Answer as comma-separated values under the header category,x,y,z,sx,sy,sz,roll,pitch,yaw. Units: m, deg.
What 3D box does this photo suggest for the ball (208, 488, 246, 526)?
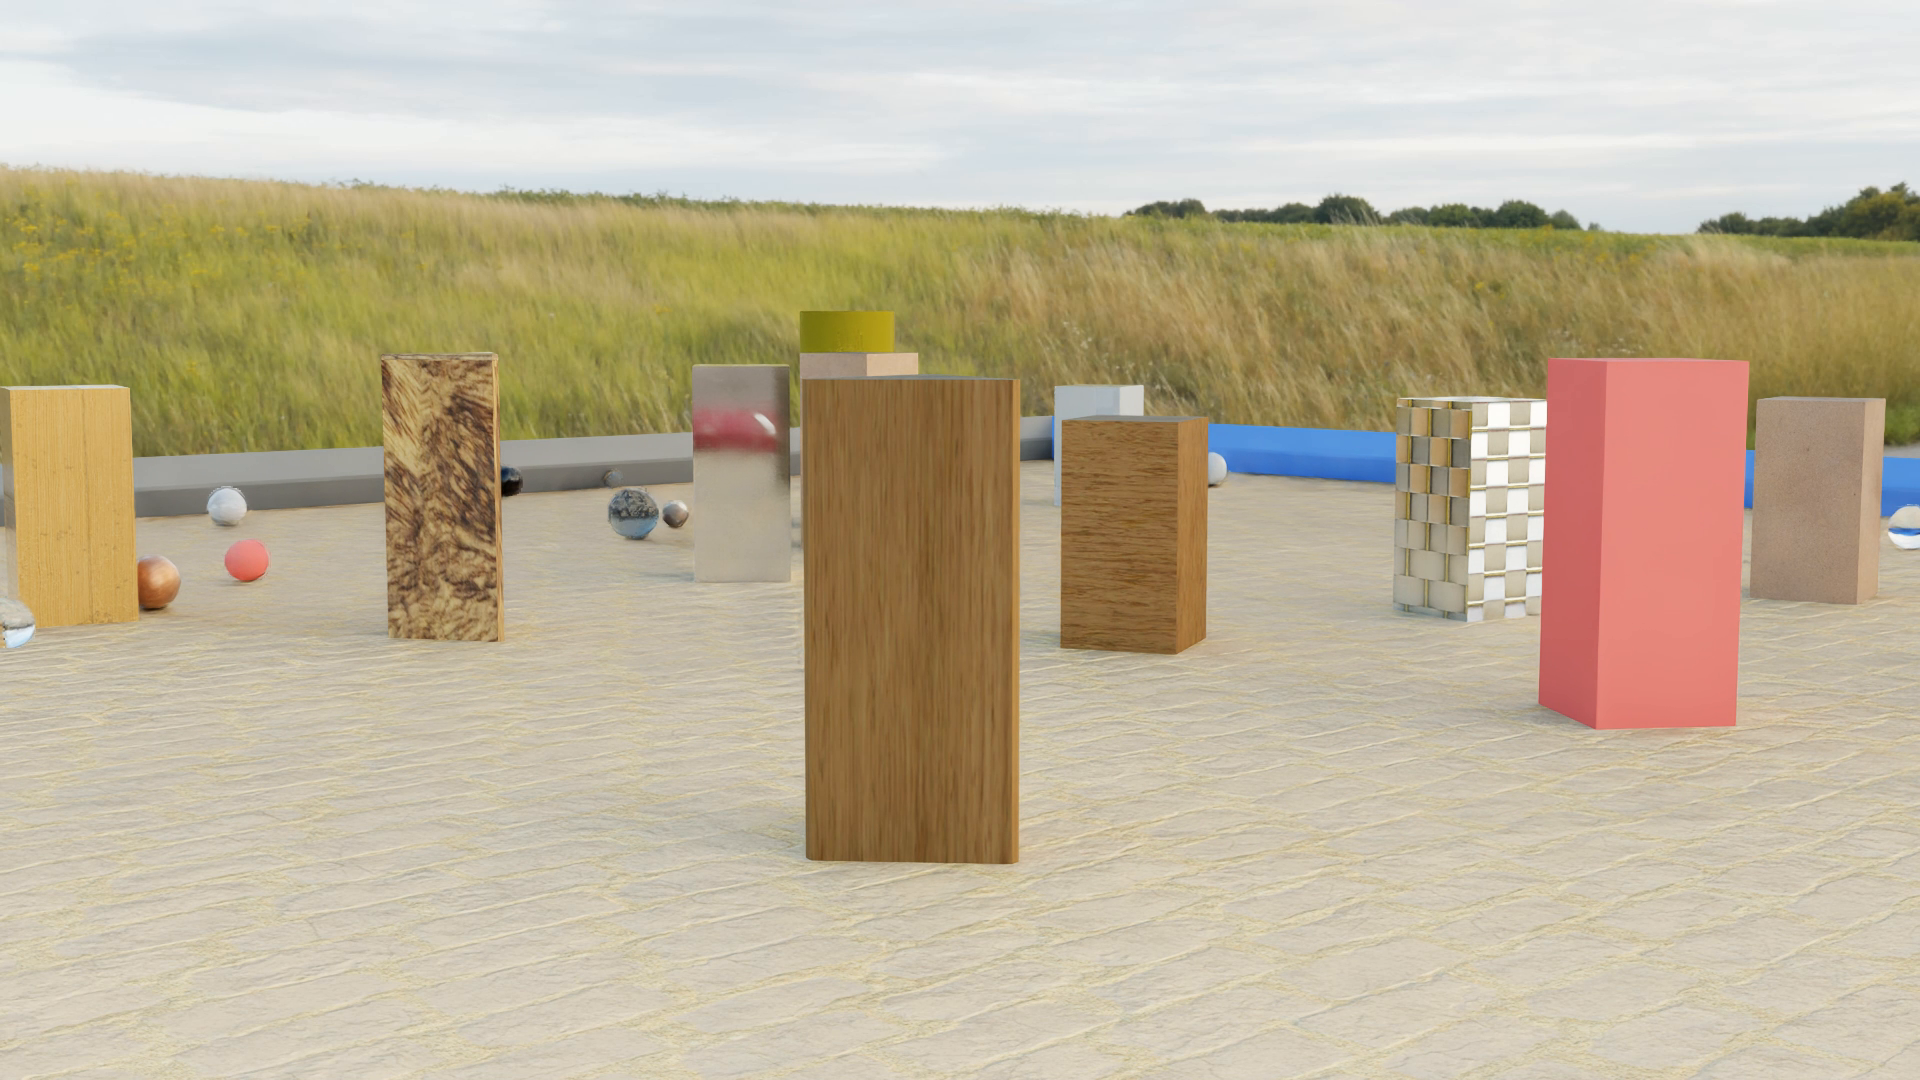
category,x,y,z,sx,sy,sz,roll,pitch,yaw
ball,-1.518,-0.067,4.553,0.076,0.076,0.076,0,6,0

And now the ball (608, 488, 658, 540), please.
category,x,y,z,sx,sy,sz,roll,pitch,yaw
ball,-0.637,-0.051,4.289,0.098,0.098,0.098,0,6,0

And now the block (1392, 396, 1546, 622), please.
category,x,y,z,sx,sy,sz,roll,pitch,yaw
block,0.754,-0.050,3.239,0.157,0.315,0.157,-4,7,-31

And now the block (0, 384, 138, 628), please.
category,x,y,z,sx,sy,sz,roll,pitch,yaw
block,-1.287,-0.053,3.175,0.157,0.334,0.157,-3,7,-29

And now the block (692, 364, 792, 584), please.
category,x,y,z,sx,sy,sz,roll,pitch,yaw
block,-0.363,-0.114,3.665,0.157,0.353,0.157,-1,6,-5

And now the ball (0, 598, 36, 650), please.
category,x,y,z,sx,sy,sz,roll,pitch,yaw
ball,-1.256,0.110,2.899,0.068,0.068,0.068,0,6,0

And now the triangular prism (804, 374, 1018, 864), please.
category,x,y,z,sx,sy,sz,roll,pitch,yaw
triangular prism,-0.034,0.059,1.836,0.170,0.390,0.148,0,6,4

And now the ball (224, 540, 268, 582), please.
category,x,y,z,sx,sy,sz,roll,pitch,yaw
ball,-1.175,0.033,3.623,0.069,0.069,0.069,0,6,0

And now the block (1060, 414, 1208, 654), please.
category,x,y,z,sx,sy,sz,roll,pitch,yaw
block,0.234,-0.012,2.937,0.157,0.301,0.157,2,6,20

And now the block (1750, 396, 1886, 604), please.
category,x,y,z,sx,sy,sz,roll,pitch,yaw
block,1.336,-0.066,3.425,0.157,0.307,0.157,4,7,33

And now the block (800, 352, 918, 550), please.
category,x,y,z,sx,sy,sz,roll,pitch,yaw
block,-0.188,-0.167,4.118,0.157,0.365,0.157,4,7,35

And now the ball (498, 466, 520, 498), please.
category,x,y,z,sx,sy,sz,roll,pitch,yaw
ball,-1.087,-0.140,5.251,0.075,0.075,0.075,0,6,0

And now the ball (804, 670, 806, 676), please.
category,x,y,z,sx,sy,sz,roll,pitch,yaw
ball,-0.130,0.148,2.449,0.085,0.085,0.085,0,6,0

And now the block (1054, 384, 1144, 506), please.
category,x,y,z,sx,sy,sz,roll,pitch,yaw
block,0.319,-0.218,5.049,0.157,0.273,0.157,3,7,24

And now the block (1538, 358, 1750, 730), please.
category,x,y,z,sx,sy,sz,roll,pitch,yaw
block,0.745,-0.002,2.410,0.157,0.391,0.157,-1,6,-7

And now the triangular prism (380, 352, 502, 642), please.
category,x,y,z,sx,sy,sz,roll,pitch,yaw
triangular prism,-0.681,-0.064,3.035,0.170,0.386,0.148,2,6,14

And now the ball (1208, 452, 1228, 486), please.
category,x,y,z,sx,sy,sz,roll,pitch,yaw
ball,0.634,-0.179,5.577,0.086,0.086,0.086,0,6,0

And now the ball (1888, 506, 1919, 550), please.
category,x,y,z,sx,sy,sz,roll,pitch,yaw
ball,1.775,-0.023,4.105,0.081,0.081,0.081,0,6,0

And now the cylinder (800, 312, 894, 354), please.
category,x,y,z,sx,sy,sz,roll,pitch,yaw
cylinder,-0.233,-0.253,4.566,0.197,0.442,0.197,0,6,0

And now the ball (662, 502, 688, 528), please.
category,x,y,z,sx,sy,sz,roll,pitch,yaw
ball,-0.585,-0.052,4.520,0.053,0.053,0.053,0,6,0

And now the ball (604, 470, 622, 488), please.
category,x,y,z,sx,sy,sz,roll,pitch,yaw
ball,-0.868,-0.150,5.494,0.045,0.045,0.045,0,6,0

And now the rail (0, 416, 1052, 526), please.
category,x,y,z,sx,sy,sz,roll,pitch,yaw
rail,-1.496,-0.135,4.944,4.865,0.128,0.045,-5,8,-42

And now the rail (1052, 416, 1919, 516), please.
category,x,y,z,sx,sy,sz,roll,pitch,yaw
rail,1.770,-0.137,4.957,0.045,0.128,4.458,-5,8,-42

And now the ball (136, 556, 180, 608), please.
category,x,y,z,sx,sy,sz,roll,pitch,yaw
ball,-1.208,0.063,3.289,0.079,0.079,0.079,0,6,0
